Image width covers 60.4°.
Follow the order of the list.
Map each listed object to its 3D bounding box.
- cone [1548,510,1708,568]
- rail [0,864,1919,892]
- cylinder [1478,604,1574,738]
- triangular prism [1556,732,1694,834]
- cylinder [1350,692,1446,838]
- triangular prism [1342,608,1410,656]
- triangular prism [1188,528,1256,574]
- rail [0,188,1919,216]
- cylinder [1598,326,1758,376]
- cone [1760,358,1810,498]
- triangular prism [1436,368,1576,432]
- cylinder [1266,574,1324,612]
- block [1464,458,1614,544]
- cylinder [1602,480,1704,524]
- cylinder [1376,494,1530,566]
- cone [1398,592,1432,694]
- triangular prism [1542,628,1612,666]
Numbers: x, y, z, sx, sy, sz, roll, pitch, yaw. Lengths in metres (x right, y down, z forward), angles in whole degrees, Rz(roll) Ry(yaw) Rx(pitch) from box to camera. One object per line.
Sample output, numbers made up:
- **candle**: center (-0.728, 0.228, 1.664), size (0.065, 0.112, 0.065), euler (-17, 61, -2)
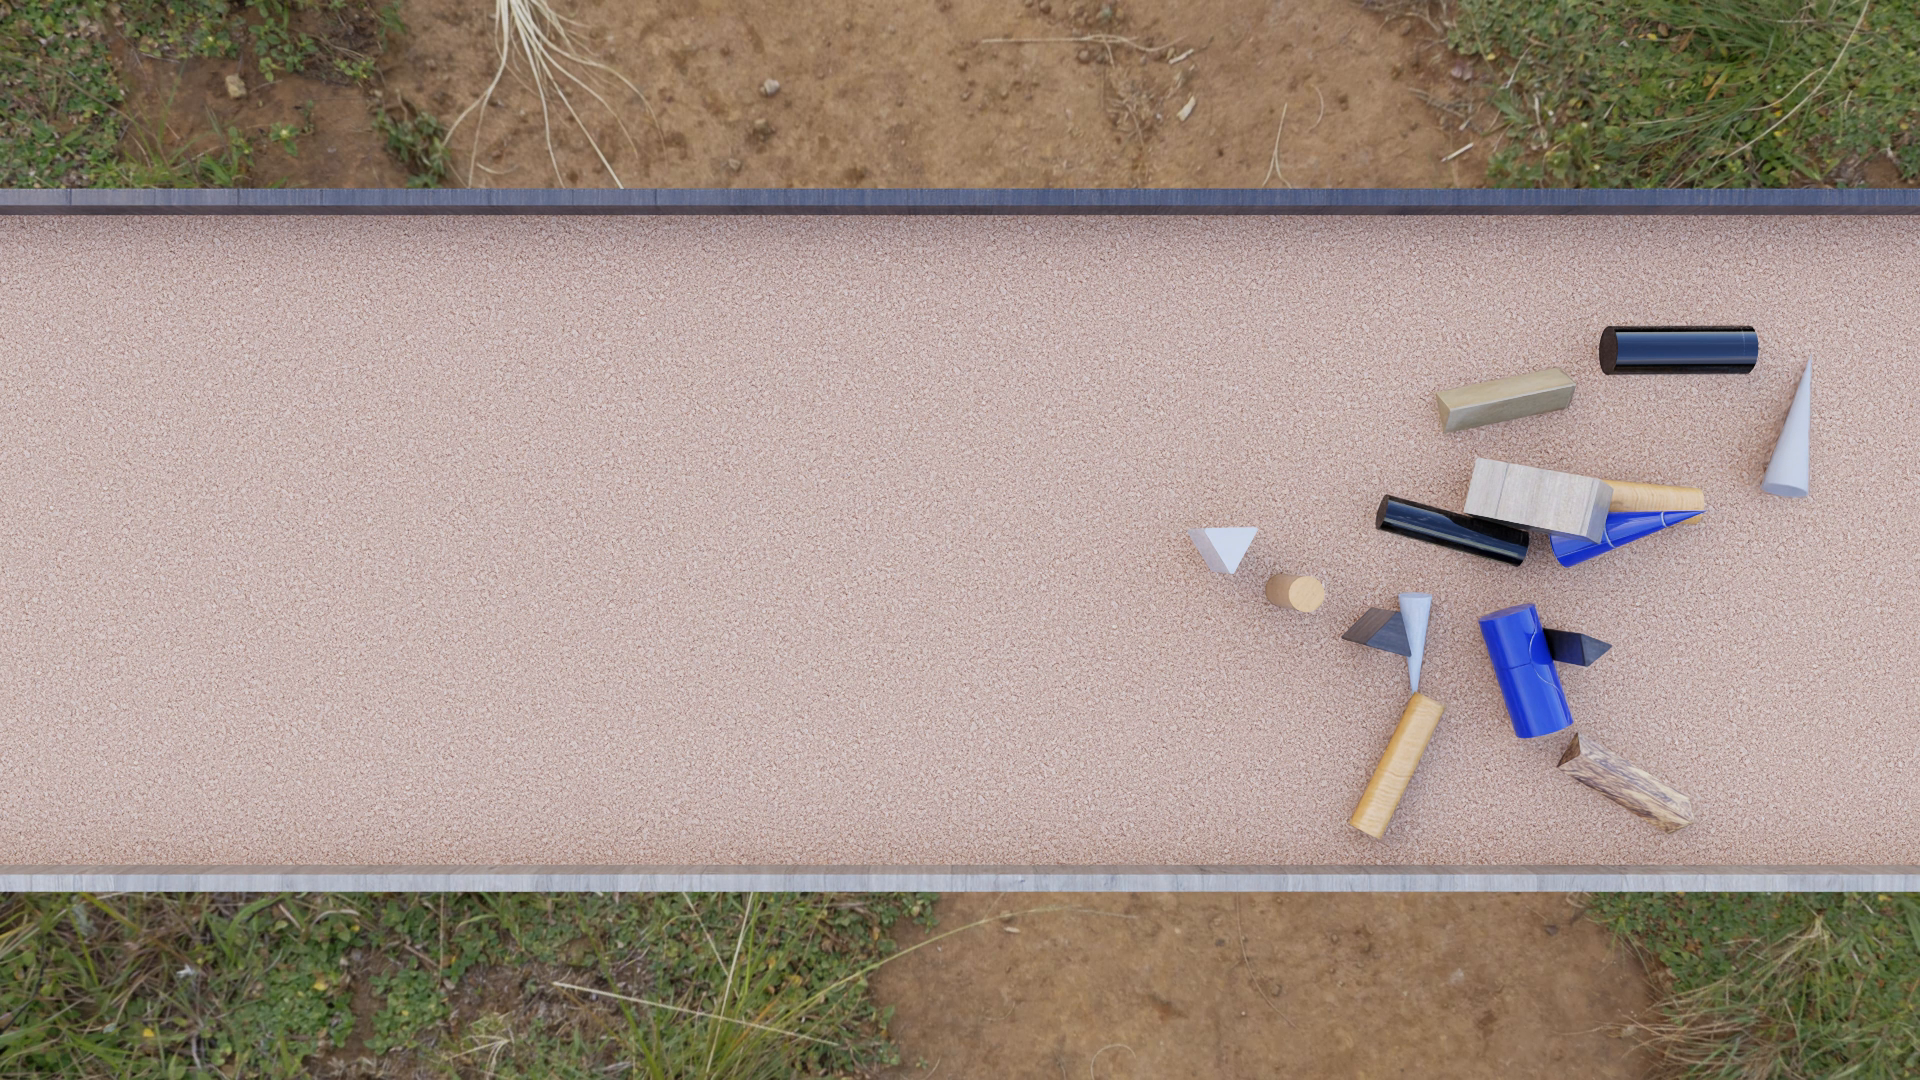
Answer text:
- **cone**: center (1.984, -0.042, 4.863), size (0.438, 0.173, 0.173), euler (-15, 90, 43)
- **rail**: center (-2.247, 1.025, 5.001), size (12.000, 0.150, 0.050), euler (0, 90, 0)
- **cylinder**: center (1.710, 0.395, 4.991), size (0.171, 0.171, 0.371), euler (-18, 90, 0)
- **triangular prism**: center (2.039, 0.747, 5.018), size (0.402, 0.110, 0.127), euler (31, 90, 0)
- **cylinder**: center (1.333, 0.686, 5.024), size (0.103, 0.103, 0.449), euler (26, 90, 0)
- **triangular prism**: center (1.254, 0.263, 4.919), size (0.134, 0.315, 0.116), euler (16, 90, 0)
- **triangular prism**: center (0.794, 0.000, 4.893), size (0.129, 0.368, 0.149), euler (-31, 90, 0)
- **rail**: center (-2.247, -1.025, 5.002), size (12.000, 0.150, 0.050), euler (0, 90, 0)
- **cylinder**: center (2.176, -0.576, 5.002), size (0.420, 0.149, 0.149), euler (0, 90, 0)
- **cone**: center (2.561, -0.363, 5.044), size (0.130, 0.130, 0.445), euler (15, 82, 0)
- **triangular prism**: center (1.665, -0.430, 5.019), size (0.389, 0.109, 0.126), euler (-12, 90, 0)
- **cylinder**: center (0.990, 0.155, 4.893), size (0.103, 0.366, 0.103), euler (0, 90, 0)
- **block**: center (1.719, -0.117, 4.902), size (0.363, 0.170, 0.170), euler (14, 90, 35)
- **cylinder**: center (2.049, -0.120, 5.021), size (0.383, 0.112, 0.112), euler (5, 90, 0)
- **cylinder**: center (1.497, -0.029, 5.021), size (0.440, 0.112, 0.112), euler (15, 90, 0)
- **cone**: center (1.393, 0.347, 5.052), size (0.101, 0.101, 0.361), euler (-2, 98, 0)
- **triangular prism**: center (1.803, 0.301, 4.897), size (0.095, 0.359, 0.083), euler (-39, 90, 0)
